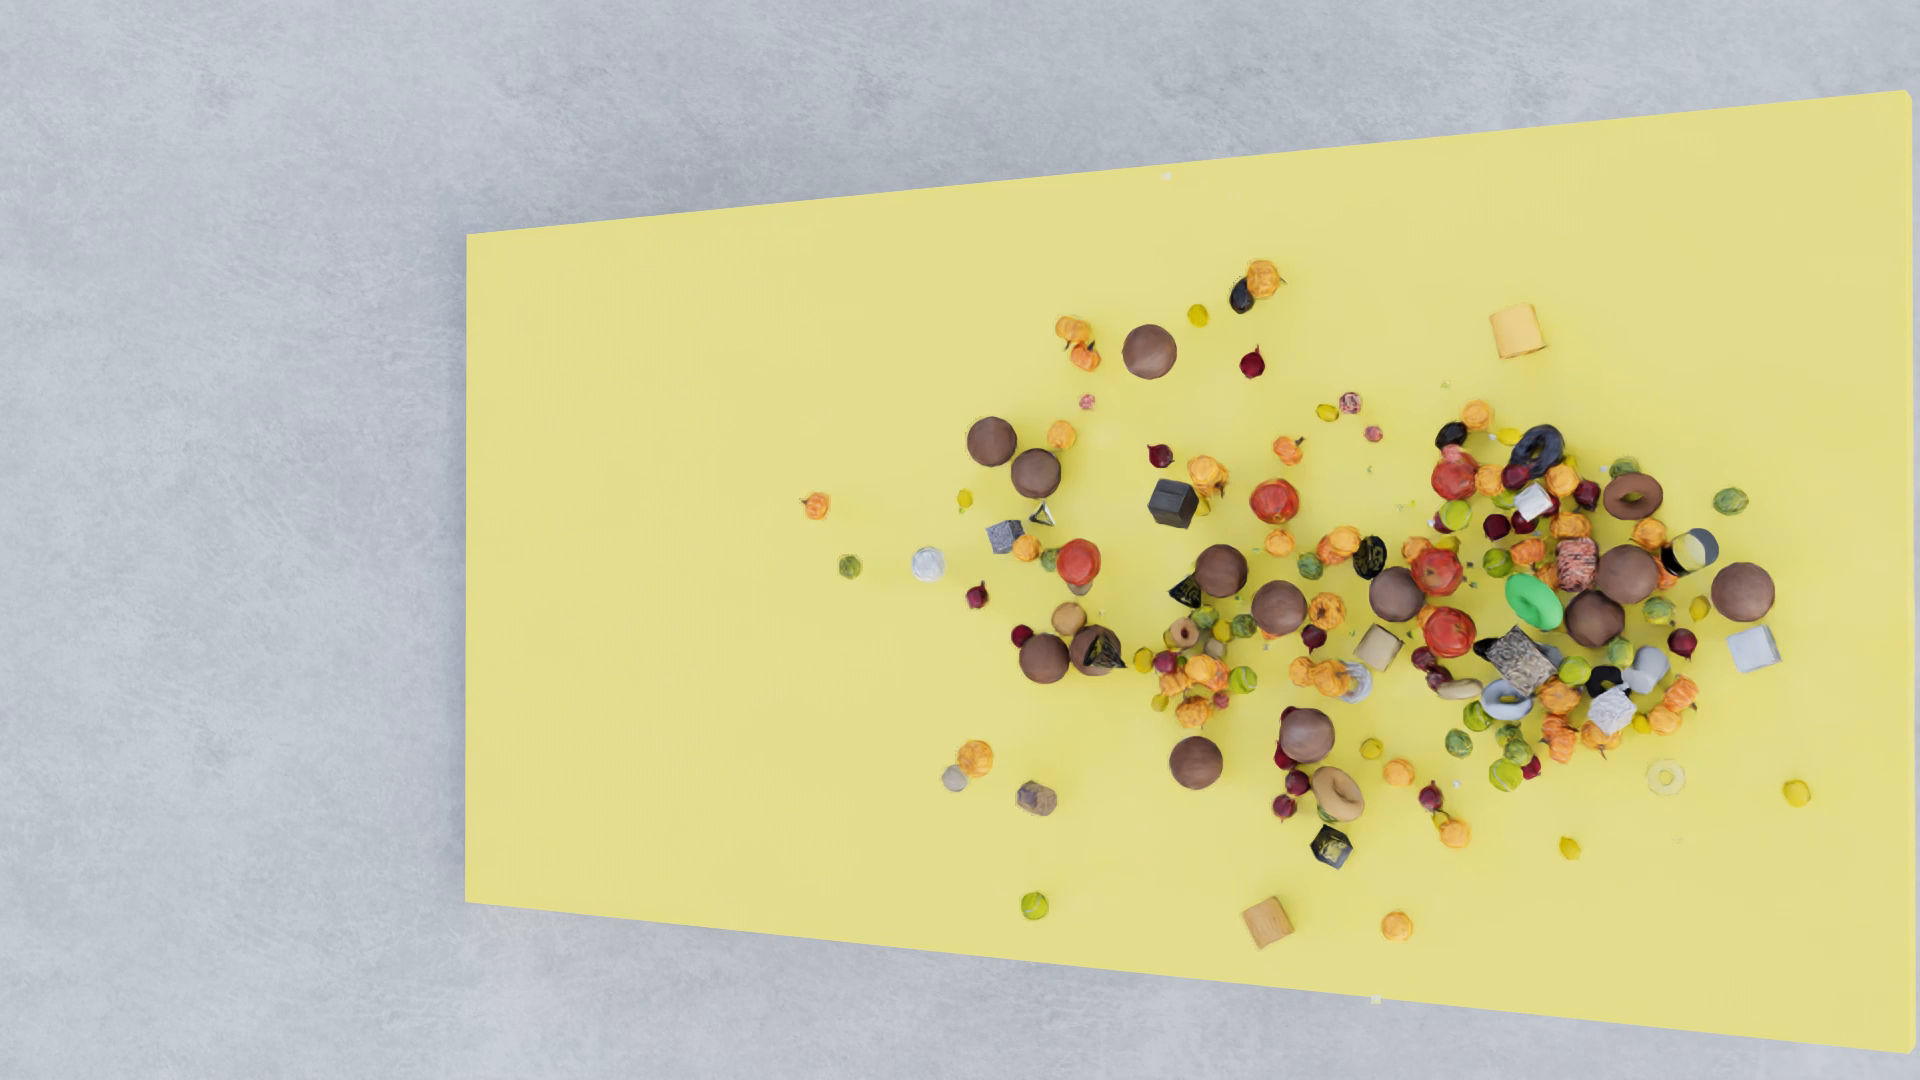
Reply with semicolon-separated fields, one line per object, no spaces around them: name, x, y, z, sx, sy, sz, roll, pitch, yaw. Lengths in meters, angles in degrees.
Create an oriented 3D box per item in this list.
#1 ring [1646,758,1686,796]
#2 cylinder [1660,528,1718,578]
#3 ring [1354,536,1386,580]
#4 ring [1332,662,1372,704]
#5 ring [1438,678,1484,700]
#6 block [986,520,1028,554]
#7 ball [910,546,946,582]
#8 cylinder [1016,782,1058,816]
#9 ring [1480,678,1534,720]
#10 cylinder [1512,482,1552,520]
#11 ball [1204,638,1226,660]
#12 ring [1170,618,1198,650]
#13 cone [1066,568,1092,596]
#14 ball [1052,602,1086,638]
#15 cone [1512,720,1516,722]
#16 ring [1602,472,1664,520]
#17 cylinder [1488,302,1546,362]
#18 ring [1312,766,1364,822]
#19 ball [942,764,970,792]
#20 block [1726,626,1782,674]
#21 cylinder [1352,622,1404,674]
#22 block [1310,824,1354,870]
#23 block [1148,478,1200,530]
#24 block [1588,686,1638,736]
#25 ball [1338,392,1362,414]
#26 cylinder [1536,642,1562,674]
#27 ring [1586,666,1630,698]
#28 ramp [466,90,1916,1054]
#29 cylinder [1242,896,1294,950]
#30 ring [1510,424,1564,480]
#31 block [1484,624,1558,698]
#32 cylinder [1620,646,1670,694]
ring;1.537;0.516;4.790;0.087;0.029;0.087;-6;78;30
cylinder;1.565;0.027;4.717;0.086;0.086;0.086;7;69;-19
ring;0.953;0.040;5.112;0.035;0.105;0.105;12;89;-24
ring;0.920;0.334;5.157;0.100;0.033;0.100;0;90;31
ring;1.121;0.335;4.928;0.104;0.104;0.035;-9;94;0
block;0.120;-0.009;5.611;0.067;0.067;0.067;-25;77;28
ball;-0.082;0.064;5.714;0.094;0.094;0.094;0;89;0
cylinder;0.193;0.649;5.521;0.073;0.073;0.073;-6;102;-32
ring;1.224;0.356;4.918;0.117;0.117;0.039;-15;130;0
cylinder;1.246;-0.084;4.787;0.063;0.063;0.063;-27;89;31
ball;0.615;0.264;5.325;0.054;0.054;0.054;0;89;0
ring;0.540;0.224;5.289;0.078;0.026;0.078;5;81;-33
cone;0.283;0.105;5.510;0.074;0.074;0.074;0;89;30
ball;0.273;0.199;5.506;0.089;0.089;0.089;0;89;0
cone;1.253;0.374;4.948;0.054;0.054;0.054;-38;90;13
ring;1.467;-0.094;4.797;0.128;0.043;0.128;5;134;5
cylinder;1.248;-0.466;4.929;0.099;0.099;0.099;-24;105;0
ring;0.879;0.590;5.114;0.146;0.146;0.049;43;123;0
ball;-0.011;0.615;5.680;0.072;0.072;0.072;0;89;0
block;1.688;0.233;4.675;0.079;0.079;0.079;-24;74;28
cylinder;0.968;0.249;5.090;0.085;0.085;0.085;33;97;0
block;0.870;0.719;5.149;0.064;0.064;0.064;26;107;-15
block;0.501;-0.086;5.159;0.081;0.081;0.081;14;68;30
block;1.417;0.372;4.778;0.065;0.065;0.065;-26;56;-19
ball;0.915;-0.320;5.154;0.053;0.053;0.053;0;89;0
cylinder;1.298;0.264;4.905;0.063;0.063;0.063;-8;104;-34
ring;1.427;0.321;4.840;0.100;0.033;0.100;18;126;26
ramp;0.268;0.074;5.620;4.000;0.100;2.000;0;89;30
cylinder;0.731;0.910;5.224;0.095;0.095;0.095;-26;74;0
ring;1.283;-0.195;4.889;0.045;0.136;0.136;33;89;-27
block;1.234;0.266;4.835;0.094;0.094;0.094;-43;123;13
cylinder;1.488;0.282;4.776;0.076;0.076;0.076;-38;90;-28
